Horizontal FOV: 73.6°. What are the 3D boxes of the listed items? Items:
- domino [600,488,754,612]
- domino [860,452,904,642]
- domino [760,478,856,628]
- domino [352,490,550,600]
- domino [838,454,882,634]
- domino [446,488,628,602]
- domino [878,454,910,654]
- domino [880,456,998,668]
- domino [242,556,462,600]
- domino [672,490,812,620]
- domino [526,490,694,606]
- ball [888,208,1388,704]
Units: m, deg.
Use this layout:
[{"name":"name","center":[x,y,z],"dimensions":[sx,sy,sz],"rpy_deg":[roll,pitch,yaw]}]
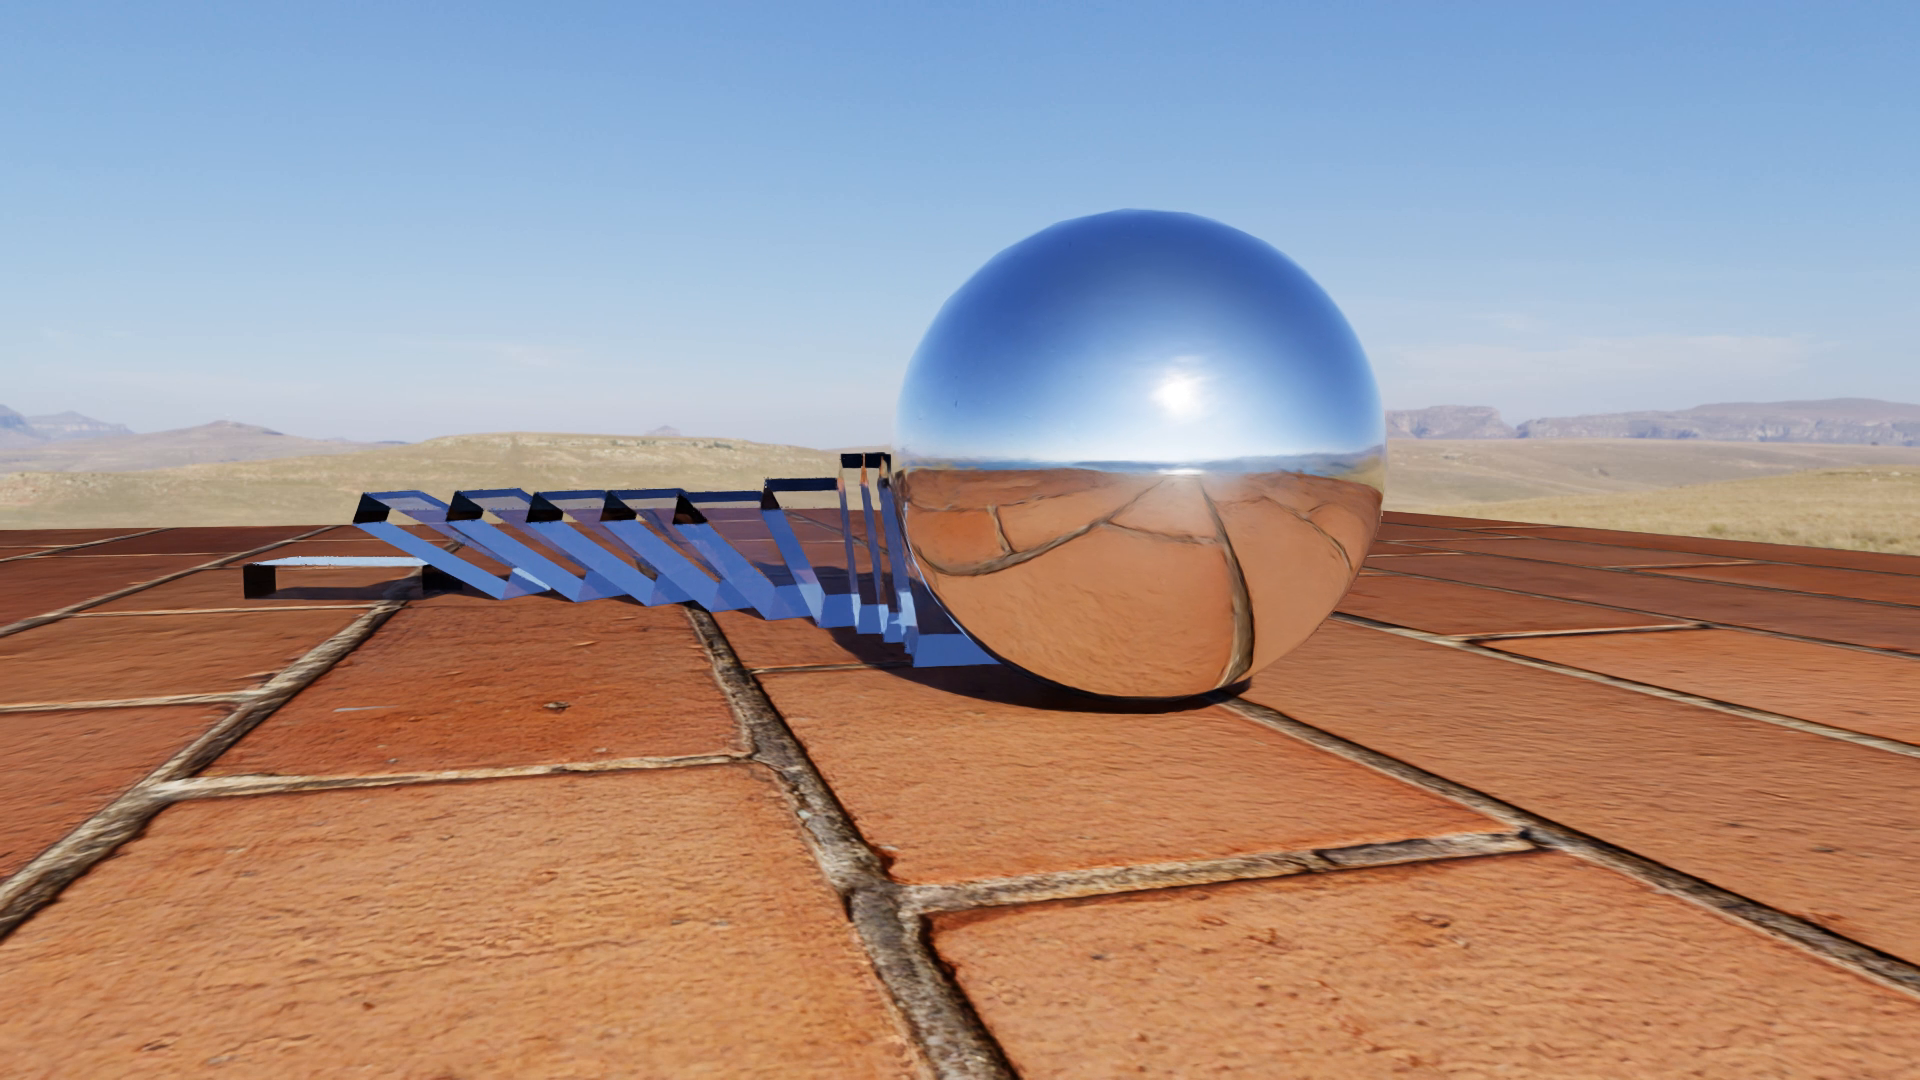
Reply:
[{"name":"domino","center":[-0.071,0.002,0.345],"dimensions":[0.050,0.009,0.025],"rpy_deg":[33,23,32]},{"name":"domino","center":[-0.007,0.001,0.289],"dimensions":[0.025,0.010,0.050],"rpy_deg":[0,45,-13]},{"name":"domino","center":[-0.030,0.002,0.318],"dimensions":[0.025,0.009,0.050],"rpy_deg":[-2,35,-26]},{"name":"domino","center":[-0.143,0.001,0.365],"dimensions":[0.050,0.009,0.025],"rpy_deg":[25,9,10]},{"name":"domino","center":[-0.014,0.000,0.303],"dimensions":[0.025,0.009,0.050],"rpy_deg":[0,45,-12]},{"name":"domino","center":[-0.117,0.001,0.362],"dimensions":[0.050,0.010,0.025],"rpy_deg":[28,14,19]},{"name":"domino","center":[-0.002,0.002,0.276],"dimensions":[0.025,0.009,0.050],"rpy_deg":[0,45,-13]},{"name":"domino","center":[0.000,0.003,0.261],"dimensions":[0.025,0.010,0.050],"rpy_deg":[-1,46,-13]},{"name":"domino","center":[-0.171,0.011,0.363],"dimensions":[0.050,0.009,0.025],"rpy_deg":[0,4,3]},{"name":"domino","center":[-0.051,0.003,0.331],"dimensions":[0.025,0.010,0.050],"rpy_deg":[-4,30,-42]},{"name":"domino","center":[-0.093,0.001,0.355],"dimensions":[0.050,0.010,0.025],"rpy_deg":[30,18,26]},{"name":"ball","center":[0.028,-0.013,0.211],"dimensions":[0.080,0.080,0.080],"rpy_deg":[0,4,0]}]
